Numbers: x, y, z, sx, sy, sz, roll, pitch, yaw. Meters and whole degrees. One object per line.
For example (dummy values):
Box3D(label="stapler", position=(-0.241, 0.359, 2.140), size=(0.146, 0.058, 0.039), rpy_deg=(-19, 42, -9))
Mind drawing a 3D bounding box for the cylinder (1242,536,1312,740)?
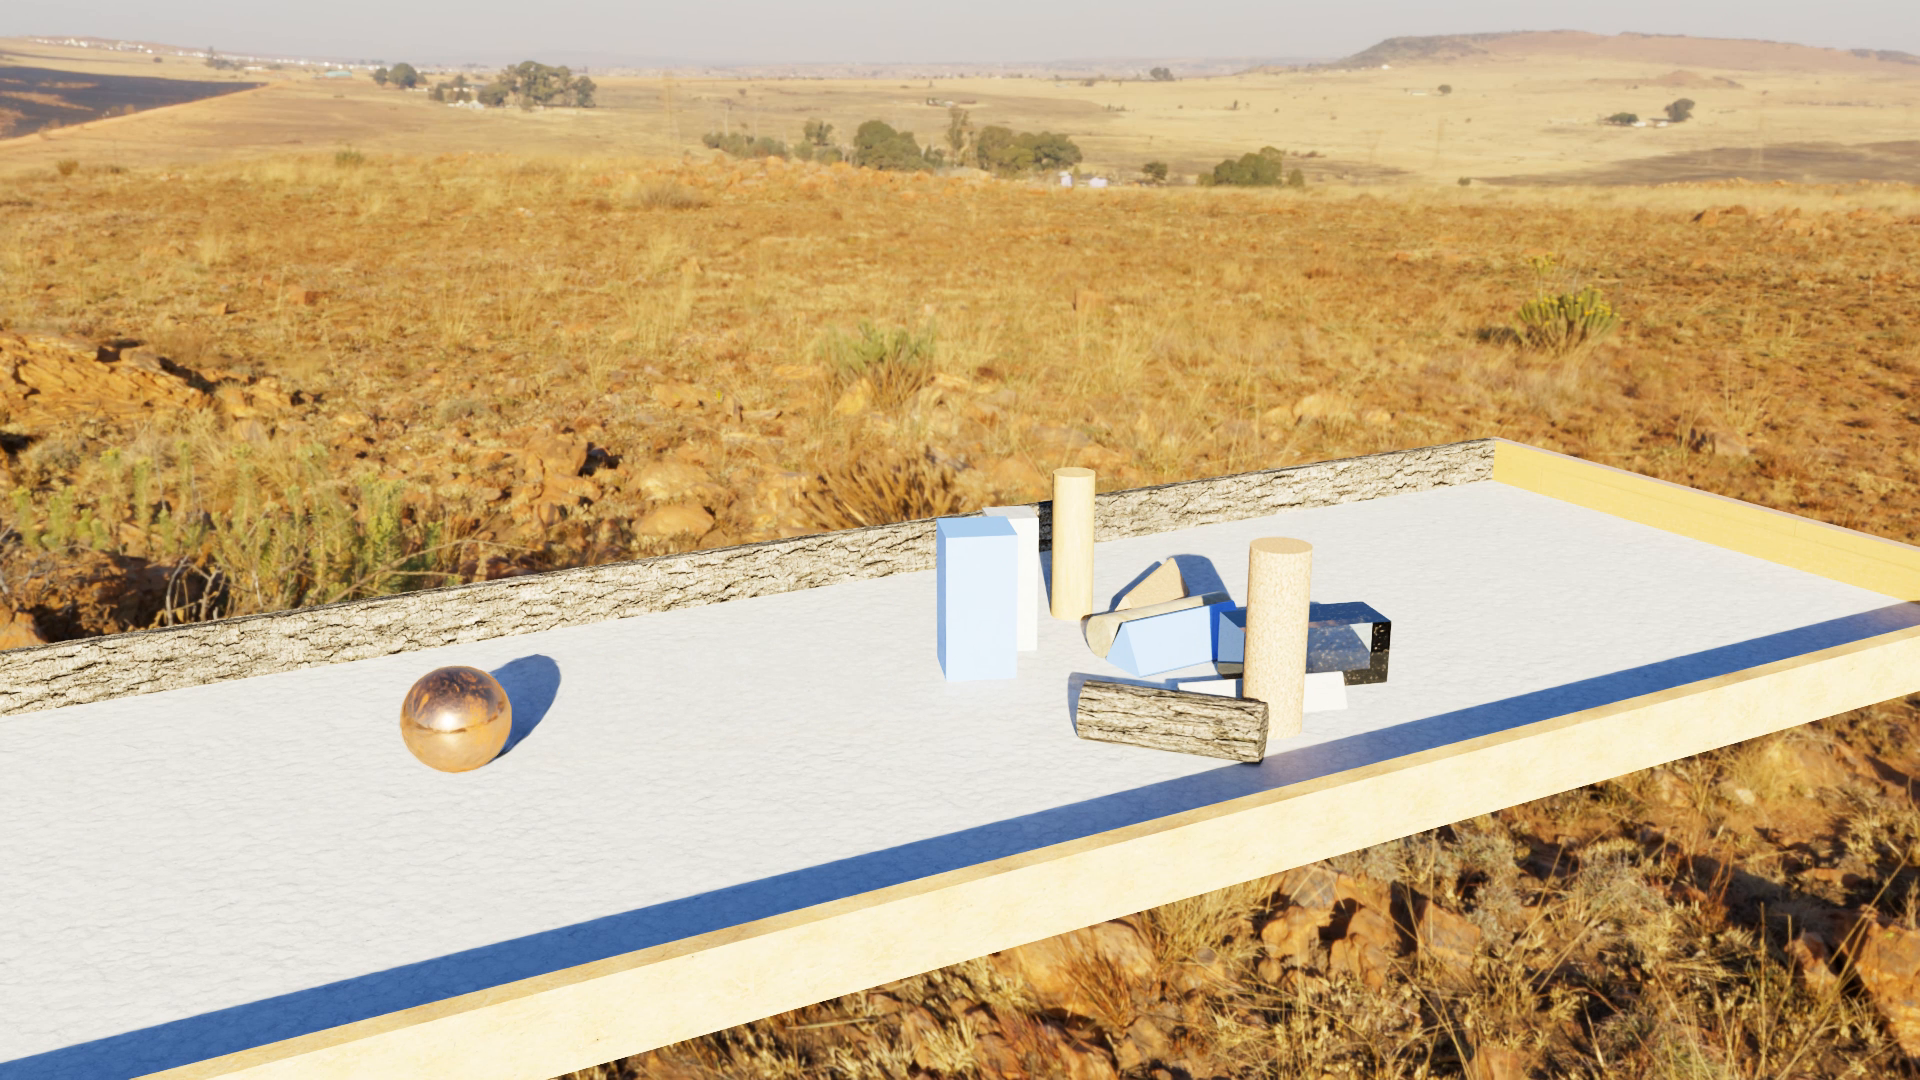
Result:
Box3D(label="cylinder", position=(0.728, 0.225, 3.800), size=(0.141, 0.444, 0.141), rpy_deg=(0, 16, 0))

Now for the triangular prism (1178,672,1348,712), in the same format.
Box3D(label="triangular prism", position=(0.722, 0.367, 3.963), size=(0.413, 0.077, 0.089), rpy_deg=(-3, 17, -11))

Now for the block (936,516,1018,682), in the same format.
Box3D(label="block", position=(0.042, 0.147, 4.188), size=(0.179, 0.376, 0.179), rpy_deg=(-2, 17, -8))

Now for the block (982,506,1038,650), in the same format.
Box3D(label="block", position=(0.131, 0.102, 4.365), size=(0.126, 0.362, 0.126), rpy_deg=(-3, 17, -8))

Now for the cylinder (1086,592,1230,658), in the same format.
Box3D(label="cylinder", position=(0.538, 0.223, 4.401), size=(0.412, 0.109, 0.109), rpy_deg=(-10, 19, -29))

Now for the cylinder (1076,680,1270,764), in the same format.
Box3D(label="cylinder", position=(0.480, 0.408, 3.722), size=(0.410, 0.138, 0.138), rpy_deg=(6, 17, 19))

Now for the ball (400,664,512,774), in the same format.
Box3D(label="ball", position=(-1.101, 0.391, 3.607), size=(0.235, 0.235, 0.235), rpy_deg=(0, 16, 0))

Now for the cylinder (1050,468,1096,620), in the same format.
Box3D(label="cylinder", position=(0.314, 0.011, 4.588), size=(0.117, 0.411, 0.117), rpy_deg=(0, 16, 0))

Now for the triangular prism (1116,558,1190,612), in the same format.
Box3D(label="triangular prism", position=(0.533, 0.151, 4.652), size=(0.117, 0.101, 0.400), rpy_deg=(8, 18, 24))

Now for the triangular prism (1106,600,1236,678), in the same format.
Box3D(label="triangular prism", position=(0.570, 0.244, 4.292), size=(0.356, 0.124, 0.143), rpy_deg=(-10, 19, -29))

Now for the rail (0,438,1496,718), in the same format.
Box3D(label="rail", position=(-3.305, 0.497, 3.399), size=(12.000, 0.150, 0.050), rpy_deg=(-9, 18, -27))

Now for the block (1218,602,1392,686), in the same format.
Box3D(label="block", position=(0.864, 0.269, 4.150), size=(0.389, 0.163, 0.163), rpy_deg=(-4, 17, -12))

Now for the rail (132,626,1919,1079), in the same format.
Box3D(label="rail", position=(-2.336, 1.006, 1.665), size=(12.000, 0.150, 0.050), rpy_deg=(-9, 18, -27))

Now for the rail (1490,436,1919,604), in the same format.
Box3D(label="rail", position=(2.466, -0.048, 5.253), size=(0.050, 0.150, 2.100), rpy_deg=(-9, 18, -27))
